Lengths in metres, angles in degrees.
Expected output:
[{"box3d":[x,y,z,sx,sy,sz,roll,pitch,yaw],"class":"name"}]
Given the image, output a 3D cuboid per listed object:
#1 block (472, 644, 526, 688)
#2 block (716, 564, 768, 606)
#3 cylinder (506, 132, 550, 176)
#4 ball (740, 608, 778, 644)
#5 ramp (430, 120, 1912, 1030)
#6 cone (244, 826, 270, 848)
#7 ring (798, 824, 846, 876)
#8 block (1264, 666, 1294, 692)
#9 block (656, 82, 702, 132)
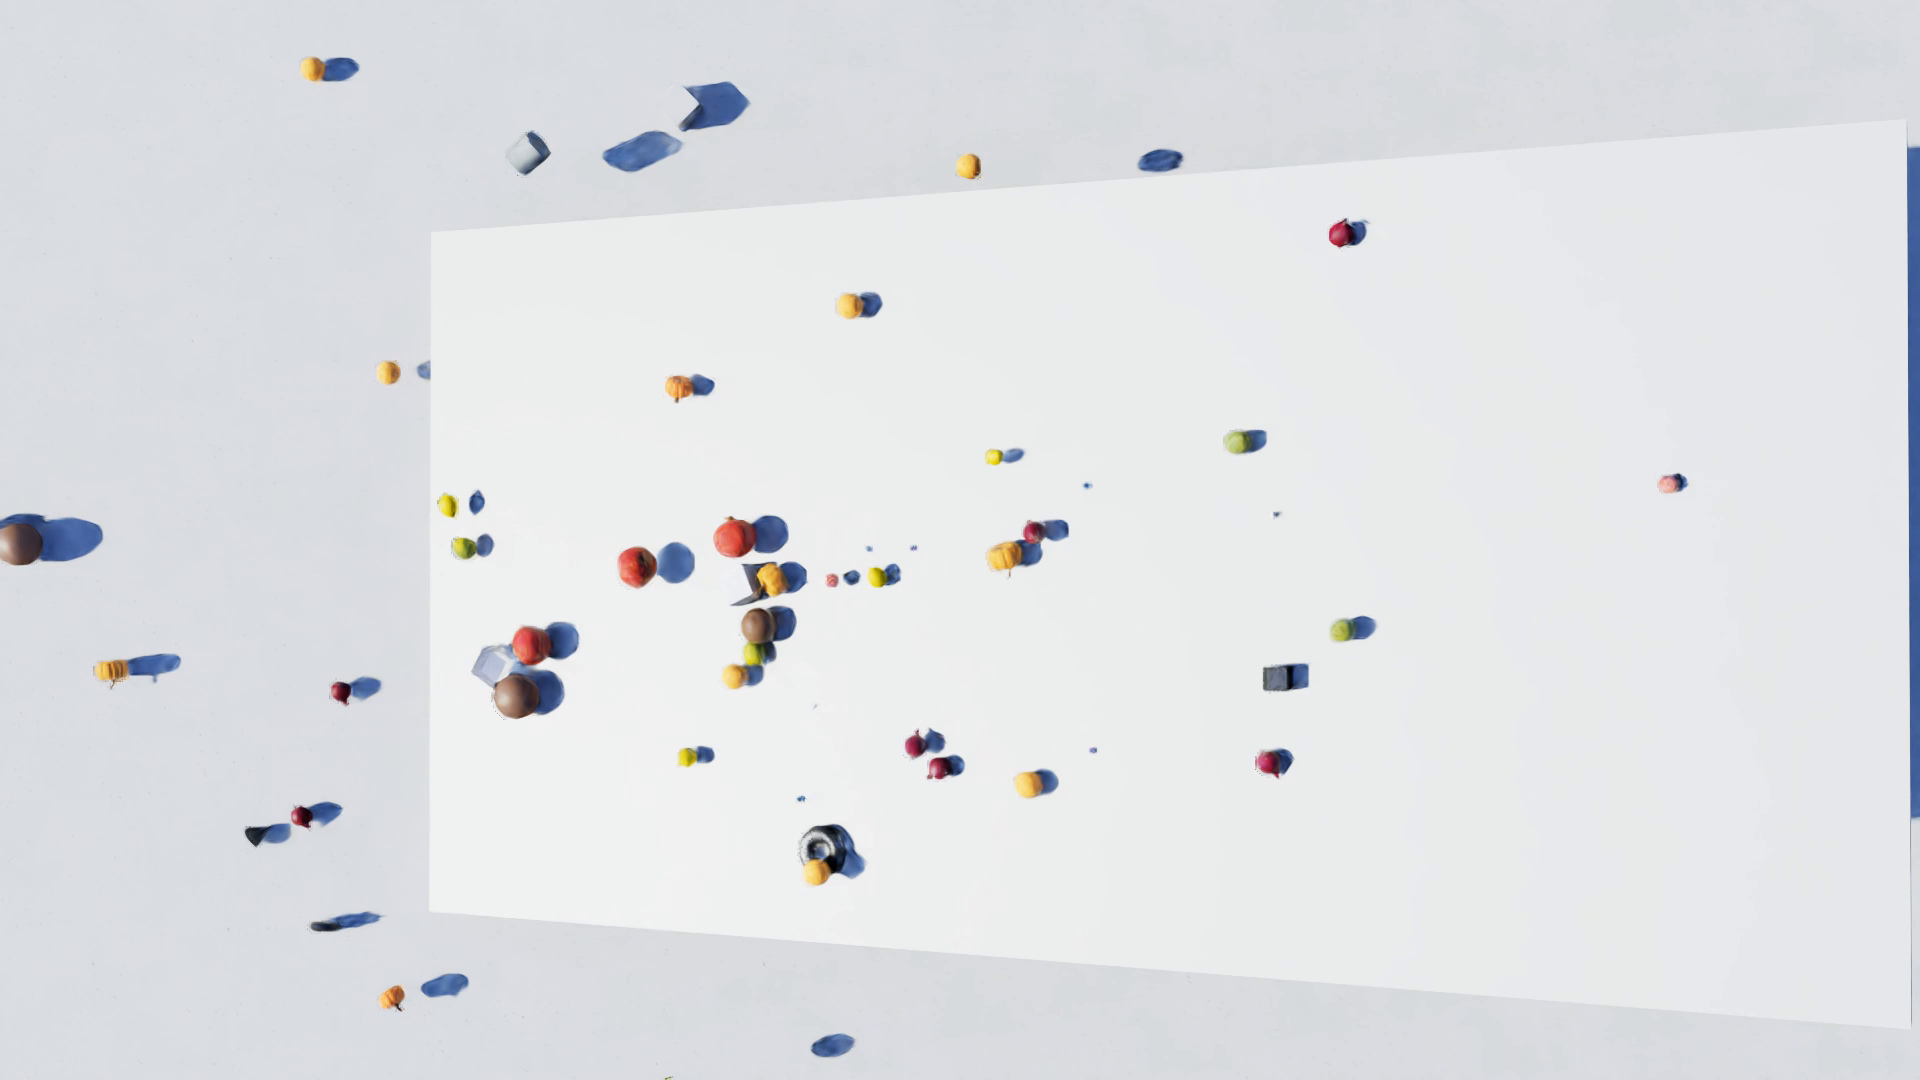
[{"box3d":[-1.327,0.363,6.319,0.091,0.091,0.091,33,102,21],"class":"block"},{"box3d":[-0.593,0.123,5.994,0.085,0.085,0.085,-26,79,22],"class":"block"},{"box3d":[-1.255,-1.123,6.392,0.090,0.090,0.090,-36,89,21],"class":"cylinder"},{"box3d":[-0.546,0.234,5.963,0.100,0.100,0.100,0,89,0],"class":"ball"},{"box3d":[0.283,0.083,5.700,4.000,0.100,2.000,0,89,24],"class":"ramp"},{"box3d":[-2.075,0.867,6.527,0.065,0.065,0.065,-32,89,0],"class":"cone"},{"box3d":[-0.370,0.835,5.906,0.139,0.046,0.139,0,89,24],"class":"ring"},{"box3d":[0.779,0.340,5.385,0.059,0.059,0.059,0,89,24],"class":"block"},{"box3d":[-0.835,-1.289,6.539,0.092,0.092,0.092,-45,90,0],"class":"block"}]
